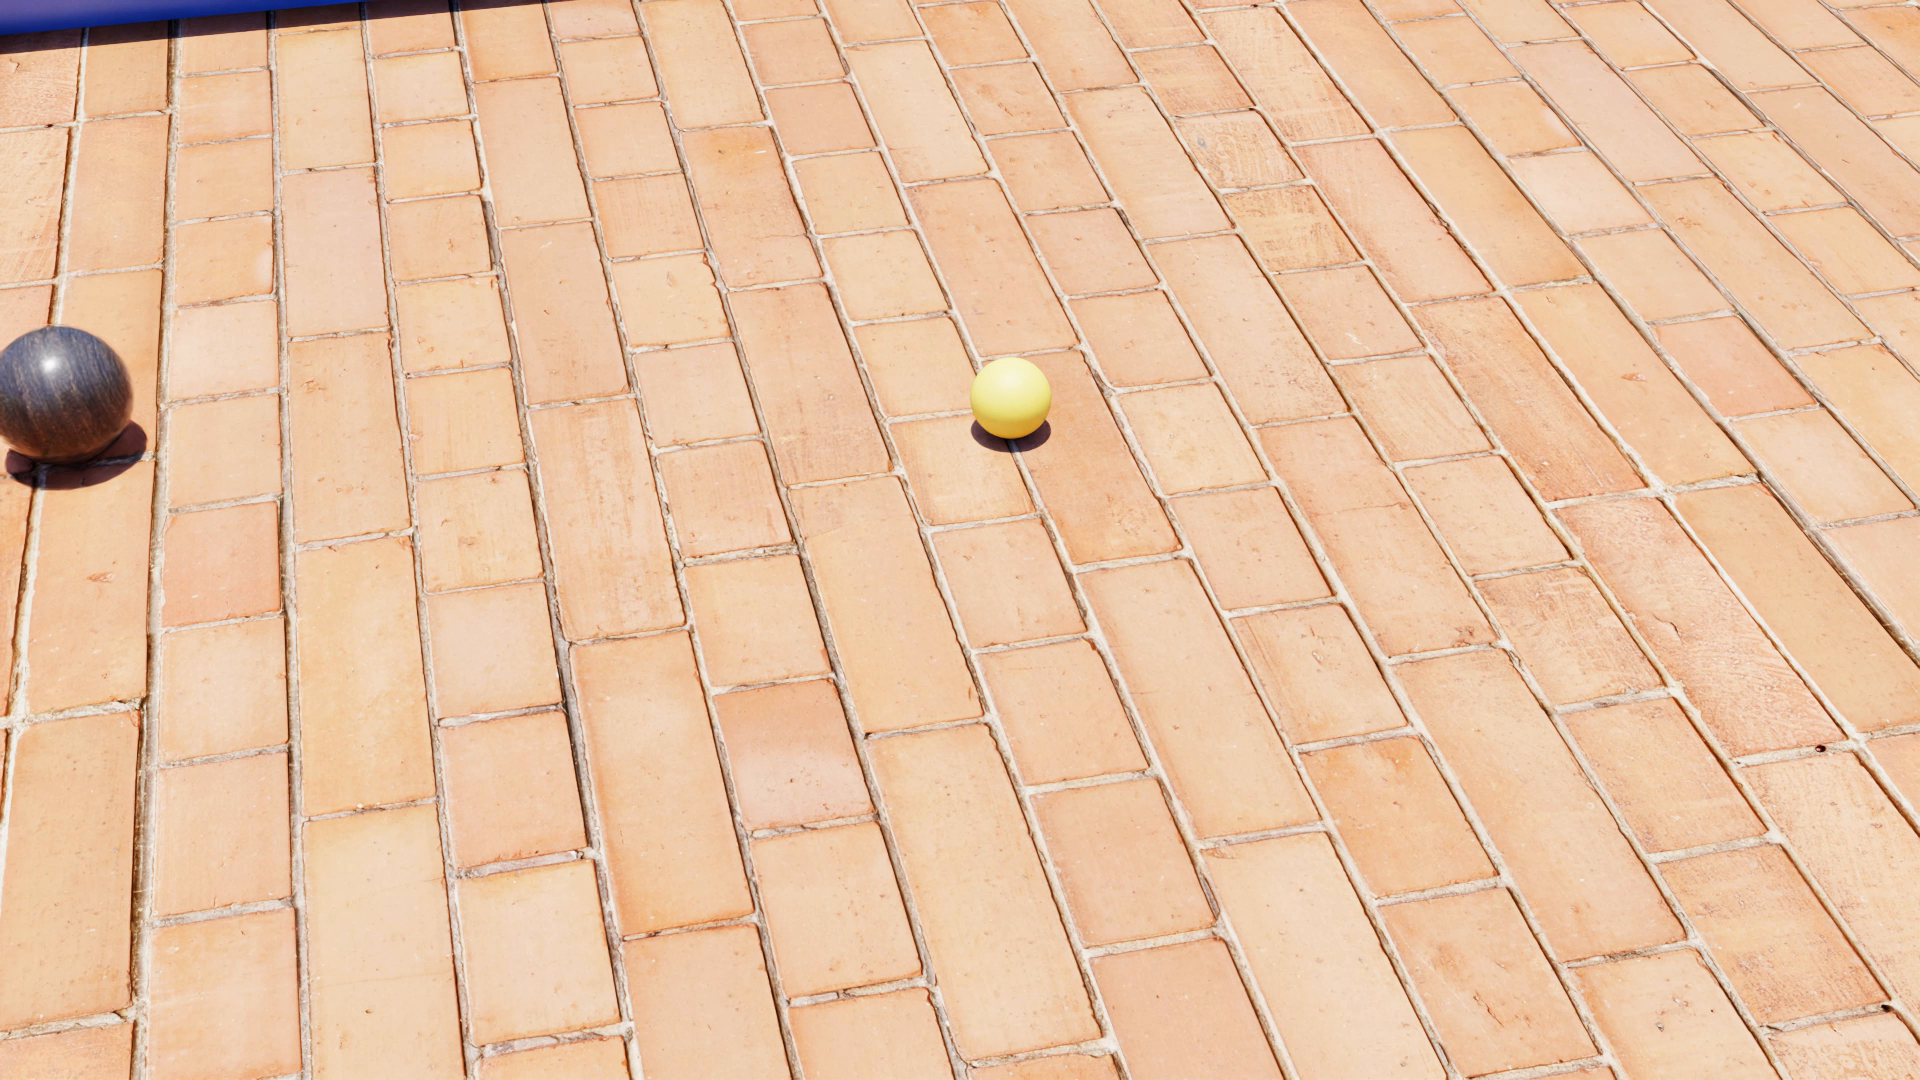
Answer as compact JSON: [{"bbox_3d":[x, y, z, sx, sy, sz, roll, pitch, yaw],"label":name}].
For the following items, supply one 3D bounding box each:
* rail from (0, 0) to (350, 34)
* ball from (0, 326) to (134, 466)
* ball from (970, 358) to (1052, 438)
[{"bbox_3d":[0.593,-0.653,2.370,3.271,0.120,0.045,-8,37,-10],"label":"rail"},{"bbox_3d":[-0.573,-0.092,1.632,0.089,0.089,0.089,0,36,0],"label":"ball"},{"bbox_3d":[0.033,-0.092,1.664,0.053,0.053,0.053,0,36,0],"label":"ball"}]
